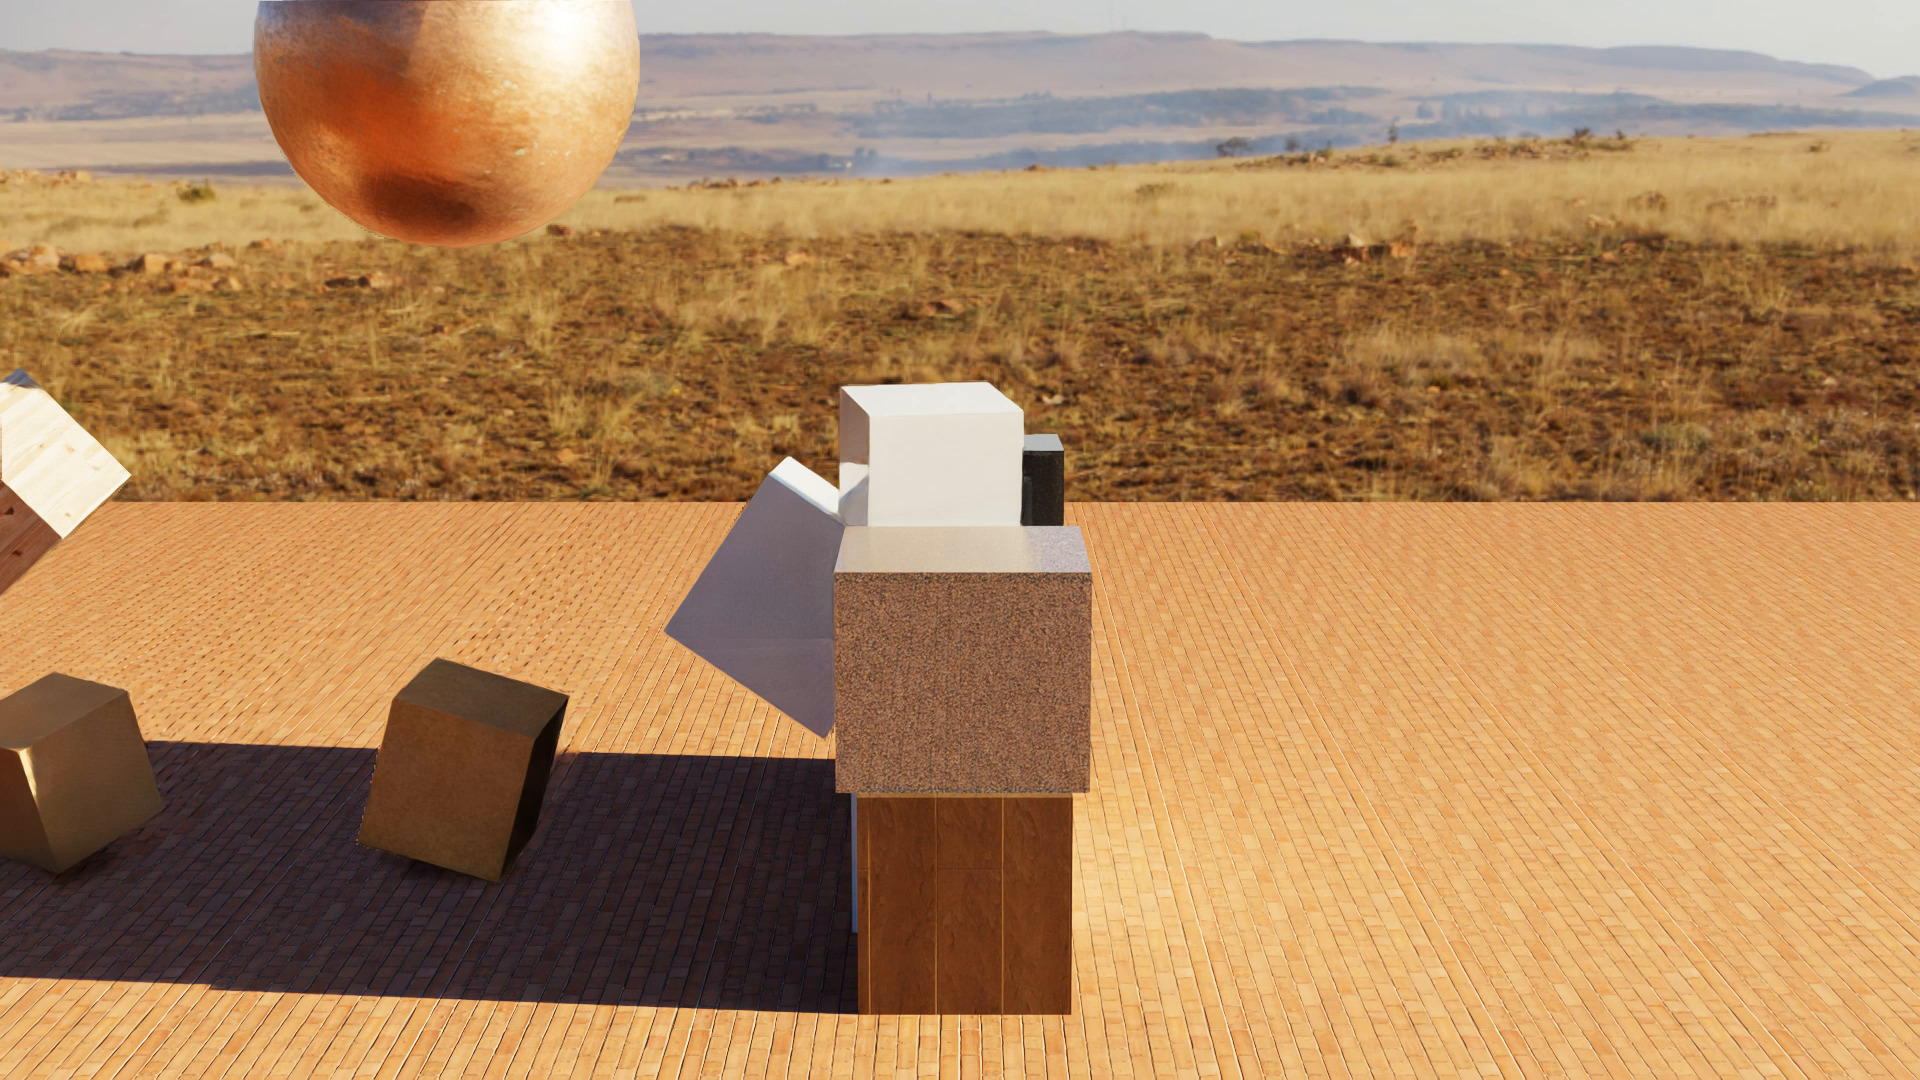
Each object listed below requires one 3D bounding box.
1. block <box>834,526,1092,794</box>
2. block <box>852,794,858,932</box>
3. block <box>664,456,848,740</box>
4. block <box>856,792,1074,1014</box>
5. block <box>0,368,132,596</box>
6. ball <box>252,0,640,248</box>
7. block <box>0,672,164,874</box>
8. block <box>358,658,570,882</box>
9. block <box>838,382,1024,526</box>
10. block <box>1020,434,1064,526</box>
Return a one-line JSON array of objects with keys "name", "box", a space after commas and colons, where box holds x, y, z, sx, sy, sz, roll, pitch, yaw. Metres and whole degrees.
[{"name": "block", "box": [0.011, 0.445, 10.010, 0.952, 0.842, 0.981, 0, 10, 0]}, {"name": "block", "box": [-0.009, 1.139, 10.991, 0.874, 0.827, 0.895, 0, 10, 0]}, {"name": "block", "box": [-0.696, 0.242, 11.600, 0.850, 0.835, 0.870, 34, 7, -2]}, {"name": "block", "box": [0.019, 1.293, 10.079, 0.805, 0.850, 0.936, 0, 10, 0]}, {"name": "block", "box": [-4.076, -0.221, 10.925, 0.561, 0.647, 0.627, -37, 14, 24]}, {"name": "ball", "box": [-2.151, -2.034, 10.810, 1.600, 1.600, 1.600, 0, 10, 0]}, {"name": "block", "box": [-4.048, 1.034, 11.490, 0.542, 0.614, 0.587, 9, 29, 35]}, {"name": "block", "box": [-2.217, 1.021, 11.529, 0.640, 0.688, 0.704, 16, 13, 0]}, {"name": "block", "box": [-0.130, -0.320, 10.787, 0.648, 0.561, 0.572, -3, 16, -15]}, {"name": "block", "box": [0.008, -0.019, 12.477, 0.958, 0.919, 0.935, 0, 7, 0]}]
